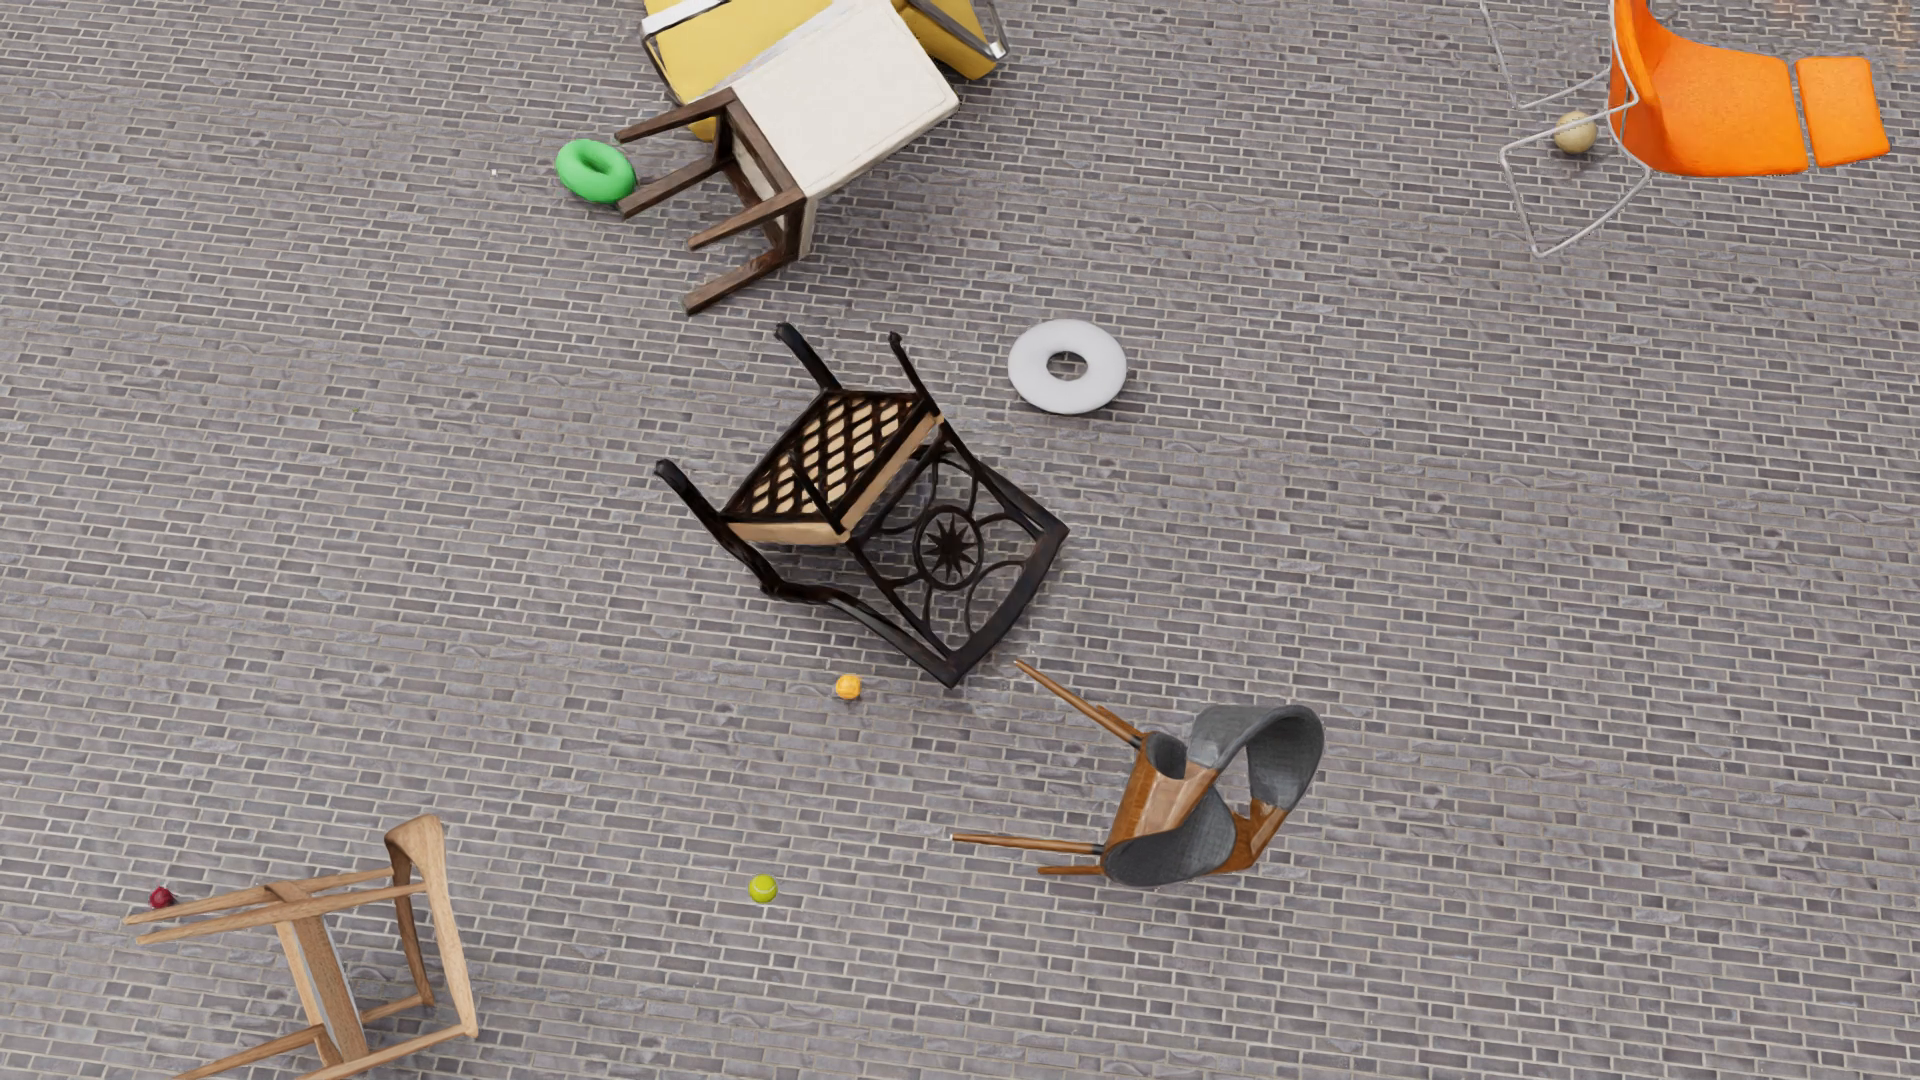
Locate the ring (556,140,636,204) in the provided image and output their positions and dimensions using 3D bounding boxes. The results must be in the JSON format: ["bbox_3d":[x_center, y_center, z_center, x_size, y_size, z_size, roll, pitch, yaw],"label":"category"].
[{"bbox_3d":[-1.208,-1.223,7.300,0.282,0.109,0.220,31,46,6],"label":"ring"}]

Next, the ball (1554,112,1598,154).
[{"bbox_3d":[2.073,-1.372,7.409,0.143,0.143,0.143,0,56,0],"label":"ball"}]

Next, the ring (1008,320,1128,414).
[{"bbox_3d":[0.337,-0.547,6.906,0.378,0.059,0.373,6,56,4],"label":"ring"}]
